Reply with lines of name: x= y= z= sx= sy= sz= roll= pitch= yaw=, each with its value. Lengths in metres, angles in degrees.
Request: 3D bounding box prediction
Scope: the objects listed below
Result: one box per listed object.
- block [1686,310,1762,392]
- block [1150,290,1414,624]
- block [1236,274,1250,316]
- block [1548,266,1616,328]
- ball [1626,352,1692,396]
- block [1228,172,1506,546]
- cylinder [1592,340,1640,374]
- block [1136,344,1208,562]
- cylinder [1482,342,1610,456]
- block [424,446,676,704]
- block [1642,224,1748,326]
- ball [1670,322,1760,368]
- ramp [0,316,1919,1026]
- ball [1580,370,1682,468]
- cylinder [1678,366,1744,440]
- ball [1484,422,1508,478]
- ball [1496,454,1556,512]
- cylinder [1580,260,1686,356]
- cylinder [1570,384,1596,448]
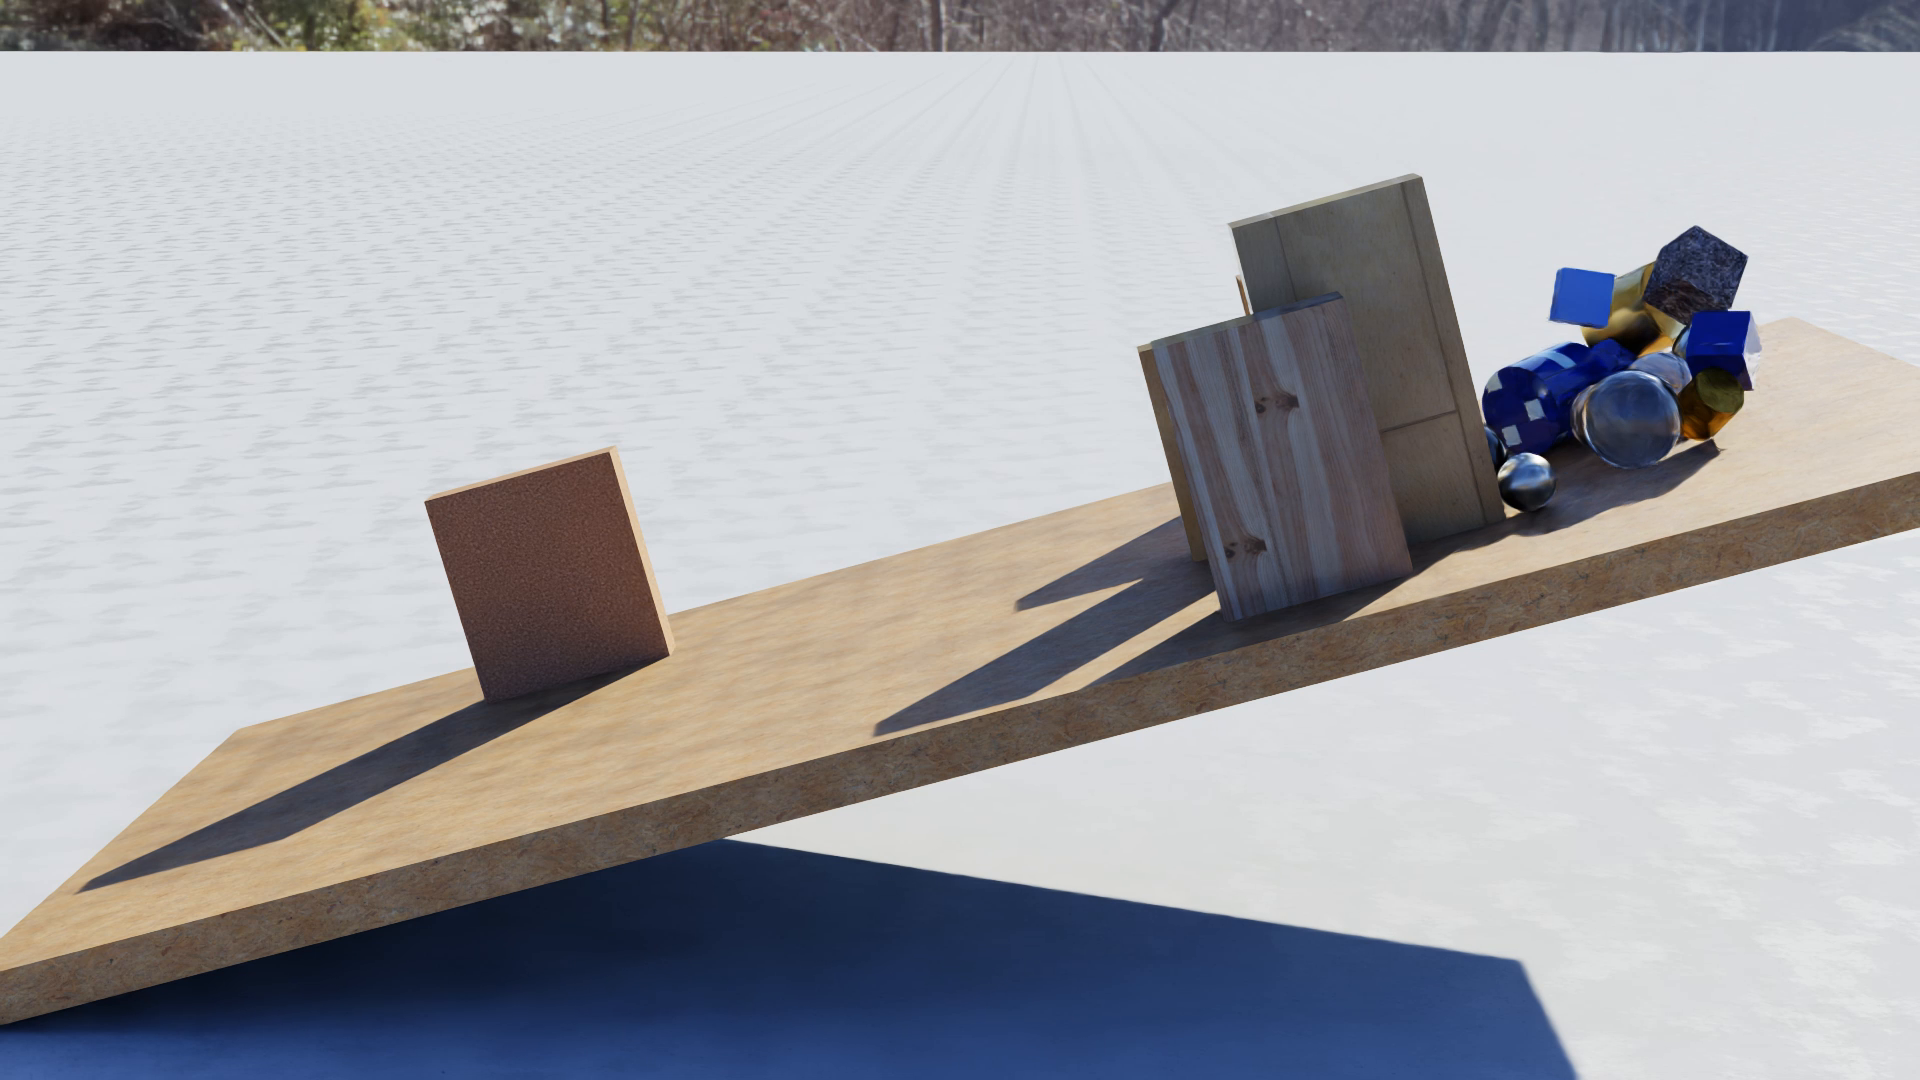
block: x=1.552 y=-0.383 z=5.977 sx=0.116 sy=0.116 sz=0.116 roll=0 pitch=53 yaw=28
block: x=0.606 y=-0.157 z=5.548 sx=0.366 sy=0.536 sz=0.141 roll=-15 pitch=9 yaw=4
block: x=0.919 y=-0.454 z=6.995 sx=0.418 sy=0.465 sz=0.129 roll=-15 pitch=9 yaw=4
block: x=1.352 y=-0.526 z=6.394 sx=0.112 sy=0.112 sz=0.112 roll=9 pitch=2 yaw=4
ball: x=1.474 y=-0.315 z=6.200 sx=0.164 sy=0.164 sz=0.164 roll=0 pitch=10 yaw=0
block: x=0.798 y=-0.332 z=5.780 sx=0.377 sy=0.691 sz=0.144 roll=-15 pitch=9 yaw=4
cylinder: x=1.455 y=-0.368 z=6.509 sx=0.113 sy=0.113 sz=0.113 roll=29 pitch=-4 yaw=-27
block: x=0.574 y=-0.218 z=6.195 sx=0.293 sy=0.460 sz=0.111 roll=-15 pitch=9 yaw=4
cylinder: x=1.273 y=-0.306 z=6.366 sx=0.201 sy=0.201 sz=0.201 roll=-23 pitch=23 yaw=-39
block: x=-0.949 y=0.080 z=6.827 sx=0.446 sy=0.494 sz=0.105 roll=-15 pitch=9 yaw=4
block: x=1.598 y=-0.569 z=6.393 sx=0.141 sy=0.141 sz=0.141 roll=29 pitch=-24 yaw=-9
ball: x=1.621 y=-0.388 z=6.317 sx=0.187 sy=0.187 sz=0.187 roll=0 pitch=10 yaw=0
ramp: x=0.082 y=0.190 z=6.328 sx=4.000 sy=0.100 sz=2.000 roll=-15 pitch=9 yaw=4
ball: x=1.343 y=-0.241 z=5.880 sx=0.198 sy=0.198 sz=0.198 roll=0 pitch=10 yaw=0
cylinder: x=1.509 y=-0.275 z=5.946 sx=0.109 sy=0.109 sz=0.109 roll=-4 pitch=-27 yaw=-21
ball: x=1.025 y=-0.160 z=5.985 sx=0.178 sy=0.178 sz=0.178 roll=0 pitch=10 yaw=0
ball: x=1.110 y=-0.113 z=5.765 sx=0.114 sy=0.114 sz=0.114 roll=0 pitch=10 yaw=0
cylinder: x=1.514 y=-0.504 z=6.552 sx=0.189 sy=0.189 sz=0.189 roll=-7 pitch=-11 yaw=-36
cylinder: x=1.352 y=-0.249 z=6.060 sx=0.137 sy=0.137 sz=0.137 roll=-3 pitch=9 yaw=-18
